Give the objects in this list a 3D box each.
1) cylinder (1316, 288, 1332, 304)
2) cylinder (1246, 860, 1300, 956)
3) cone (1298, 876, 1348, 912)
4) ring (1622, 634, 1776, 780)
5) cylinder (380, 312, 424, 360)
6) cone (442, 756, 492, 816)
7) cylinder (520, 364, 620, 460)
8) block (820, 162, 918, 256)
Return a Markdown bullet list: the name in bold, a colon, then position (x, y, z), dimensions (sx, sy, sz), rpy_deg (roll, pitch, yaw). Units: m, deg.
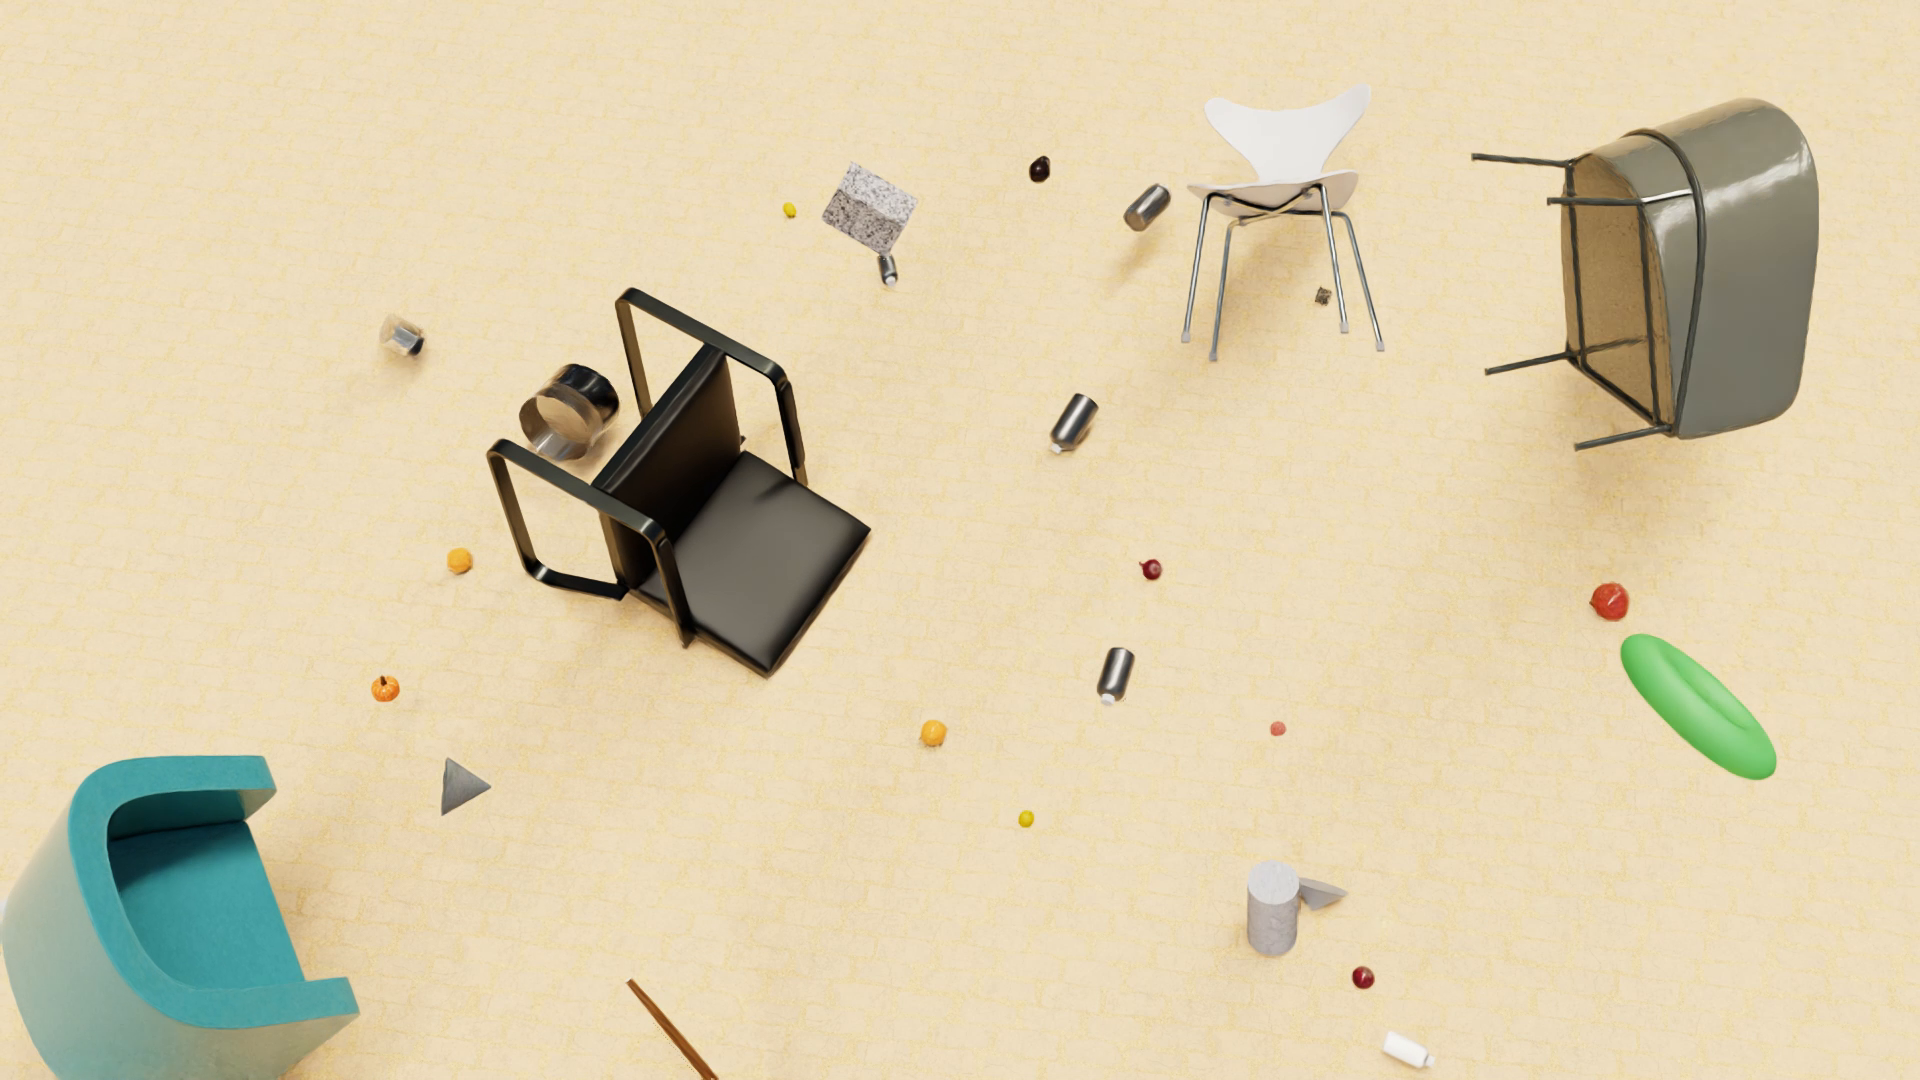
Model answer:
- **cylinder**: position (1.171, -0.787, 7.076), dimensions (0.040, 0.043, 0.044), rpy_deg (23, 68, 15)
- **cylinder**: position (0.817, 0.963, 5.750), dimensions (0.132, 0.282, 0.128), rpy_deg (10, 54, 14)
- **cone**: position (0.954, 0.962, 5.901), dimensions (0.168, 0.114, 0.074), rpy_deg (14, 95, 16)
- **ring**: position (1.748, 0.393, 5.210), dimensions (0.455, 0.105, 0.208), rpy_deg (46, 34, 17)
- **cylinder**: position (-1.750, -0.639, 6.897), dimensions (0.097, 0.099, 0.193), rpy_deg (-53, 29, 8)
- **cone**: position (-1.197, 0.601, 5.357), dimensions (0.115, 0.171, 0.098), rpy_deg (3, 34, -18)
- **cylinder**: position (-1.182, -0.388, 6.671), dimensions (0.240, 0.221, 0.196), rpy_deg (22, 40, 8)
- **block**: position (-0.264, -0.962, 6.402), dimensions (0.221, 0.158, 0.117), rpy_deg (29, 54, -8)
